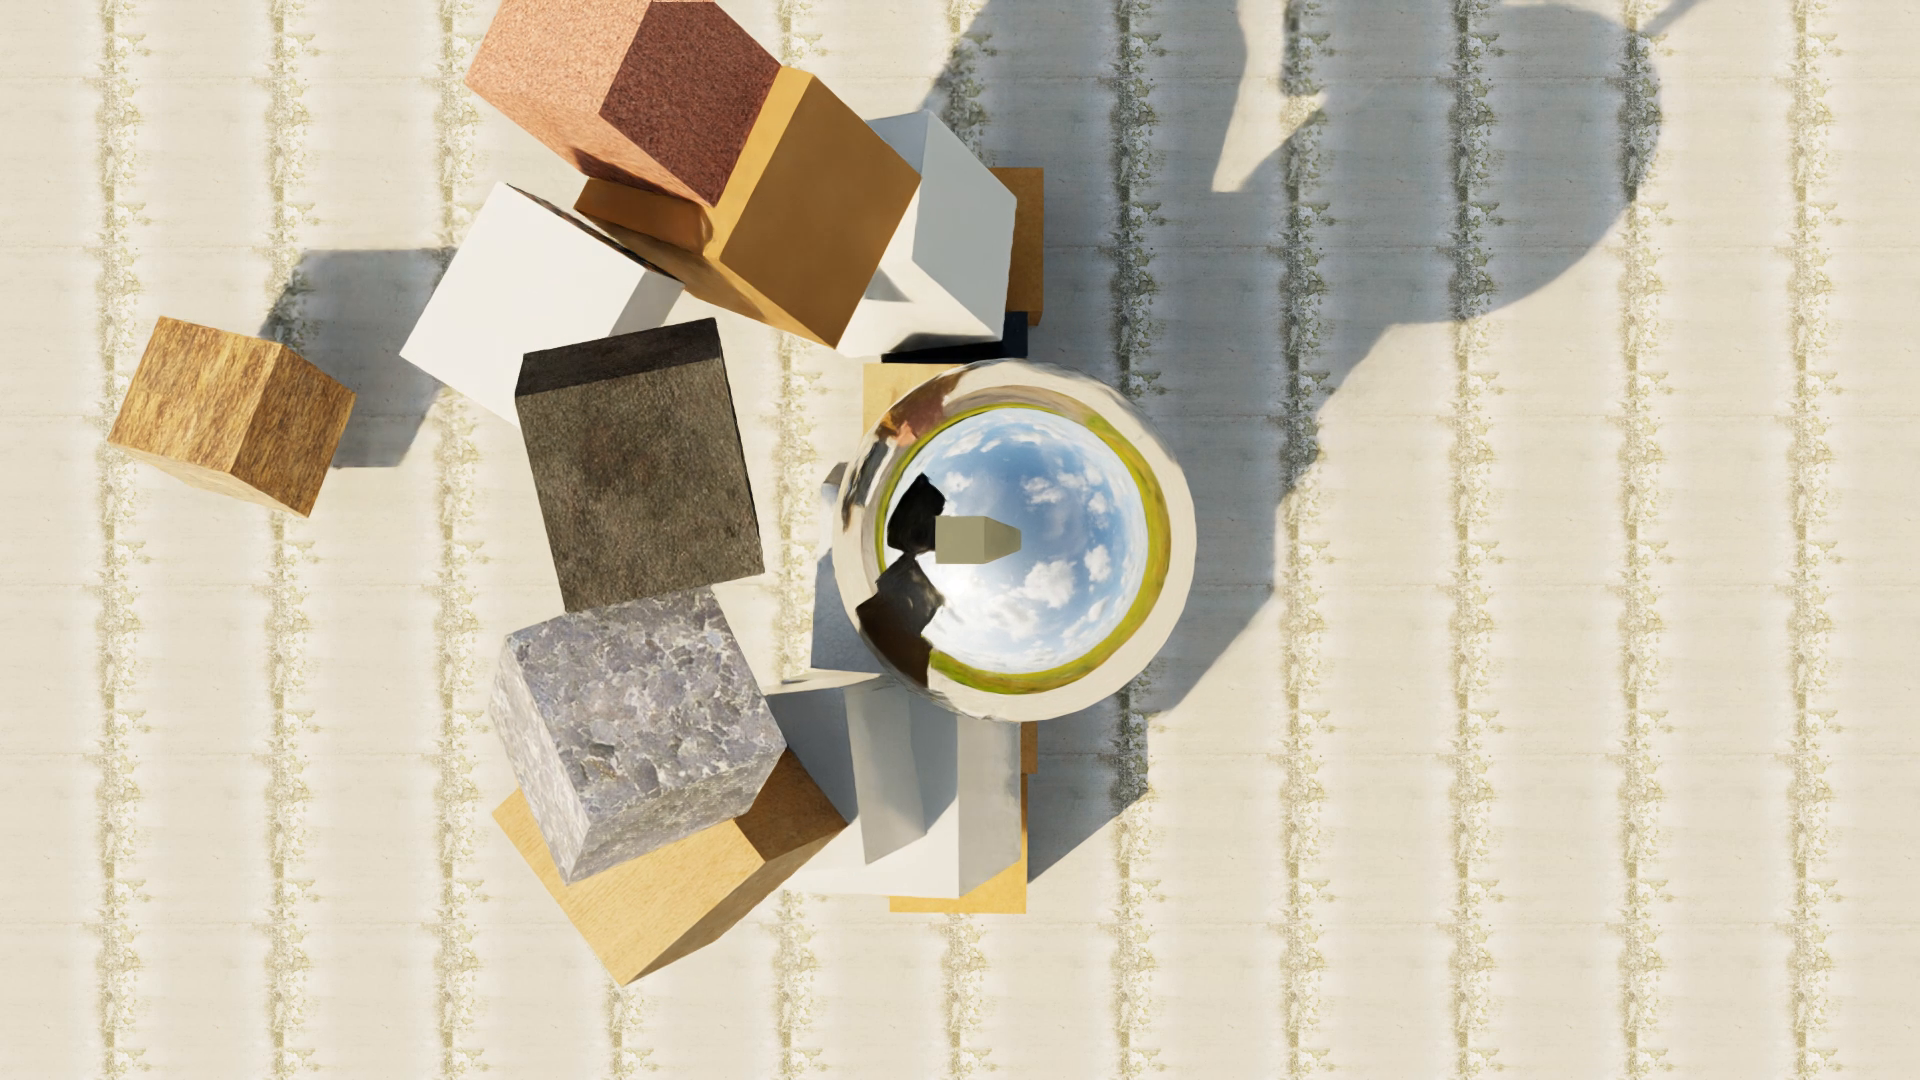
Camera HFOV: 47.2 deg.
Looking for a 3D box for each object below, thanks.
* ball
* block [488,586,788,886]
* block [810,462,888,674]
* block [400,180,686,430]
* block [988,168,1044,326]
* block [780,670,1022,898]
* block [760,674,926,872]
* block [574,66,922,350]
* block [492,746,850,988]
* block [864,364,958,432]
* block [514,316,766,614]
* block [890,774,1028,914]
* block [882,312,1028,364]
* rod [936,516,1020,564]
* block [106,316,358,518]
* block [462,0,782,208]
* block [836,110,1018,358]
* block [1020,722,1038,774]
[{"bbox_3d":[0.235,0.000,9.613,1.600,1.600,1.600,0,90,0],"label":"ball"},{"bbox_3d":[-1.296,0.743,8.686,0.814,0.828,0.801,-20,73,-24],"label":"block"},{"bbox_3d":[-0.217,0.143,10.900,0.914,0.852,0.898,5,99,1],"label":"block"},{"bbox_3d":[-1.892,-1.016,10.079,0.773,0.771,0.892,31,95,4],"label":"block"},{"bbox_3d":[0.016,-1.664,12.584,0.891,0.831,0.795,0,90,0],"label":"block"},{"bbox_3d":[-0.284,1.215,11.466,0.924,1.163,1.061,0,92,17],"label":"block"},{"bbox_3d":[-0.712,1.107,10.516,0.765,0.894,0.824,-7,89,17],"label":"block"},{"bbox_3d":[-1.010,-1.679,10.631,0.974,1.034,0.960,23,83,34],"label":"block"},{"bbox_3d":[-1.257,1.233,9.698,0.868,0.985,0.938,-42,80,14],"label":"block"},{"bbox_3d":[-0.110,-0.554,11.624,0.748,0.749,0.748,1,95,2],"label":"block"},{"bbox_3d":[-1.229,-0.303,8.513,0.765,0.688,0.860,-11,109,-4],"label":"block"},{"bbox_3d":[-0.007,1.675,12.563,0.753,0.874,0.764,1,90,0],"label":"block"},{"bbox_3d":[-0.024,-0.785,12.510,0.802,0.970,0.926,0,90,1],"label":"block"},{"bbox_3d":[0.102,0.000,6.216,0.080,5.200,0.080,0,90,2],"label":"rod"},{"bbox_3d":[-4.093,-0.691,12.415,0.860,0.768,0.768,14,77,21],"label":"block"},{"bbox_3d":[-1.508,-2.100,9.907,0.850,0.894,0.741,19,81,33],"label":"block"},{"bbox_3d":[-0.384,-1.567,11.460,0.950,0.985,0.830,-4,69,28],"label":"block"},{"bbox_3d":[0.000,0.902,12.562,0.855,0.877,0.773,0,90,0],"label":"block"}]
